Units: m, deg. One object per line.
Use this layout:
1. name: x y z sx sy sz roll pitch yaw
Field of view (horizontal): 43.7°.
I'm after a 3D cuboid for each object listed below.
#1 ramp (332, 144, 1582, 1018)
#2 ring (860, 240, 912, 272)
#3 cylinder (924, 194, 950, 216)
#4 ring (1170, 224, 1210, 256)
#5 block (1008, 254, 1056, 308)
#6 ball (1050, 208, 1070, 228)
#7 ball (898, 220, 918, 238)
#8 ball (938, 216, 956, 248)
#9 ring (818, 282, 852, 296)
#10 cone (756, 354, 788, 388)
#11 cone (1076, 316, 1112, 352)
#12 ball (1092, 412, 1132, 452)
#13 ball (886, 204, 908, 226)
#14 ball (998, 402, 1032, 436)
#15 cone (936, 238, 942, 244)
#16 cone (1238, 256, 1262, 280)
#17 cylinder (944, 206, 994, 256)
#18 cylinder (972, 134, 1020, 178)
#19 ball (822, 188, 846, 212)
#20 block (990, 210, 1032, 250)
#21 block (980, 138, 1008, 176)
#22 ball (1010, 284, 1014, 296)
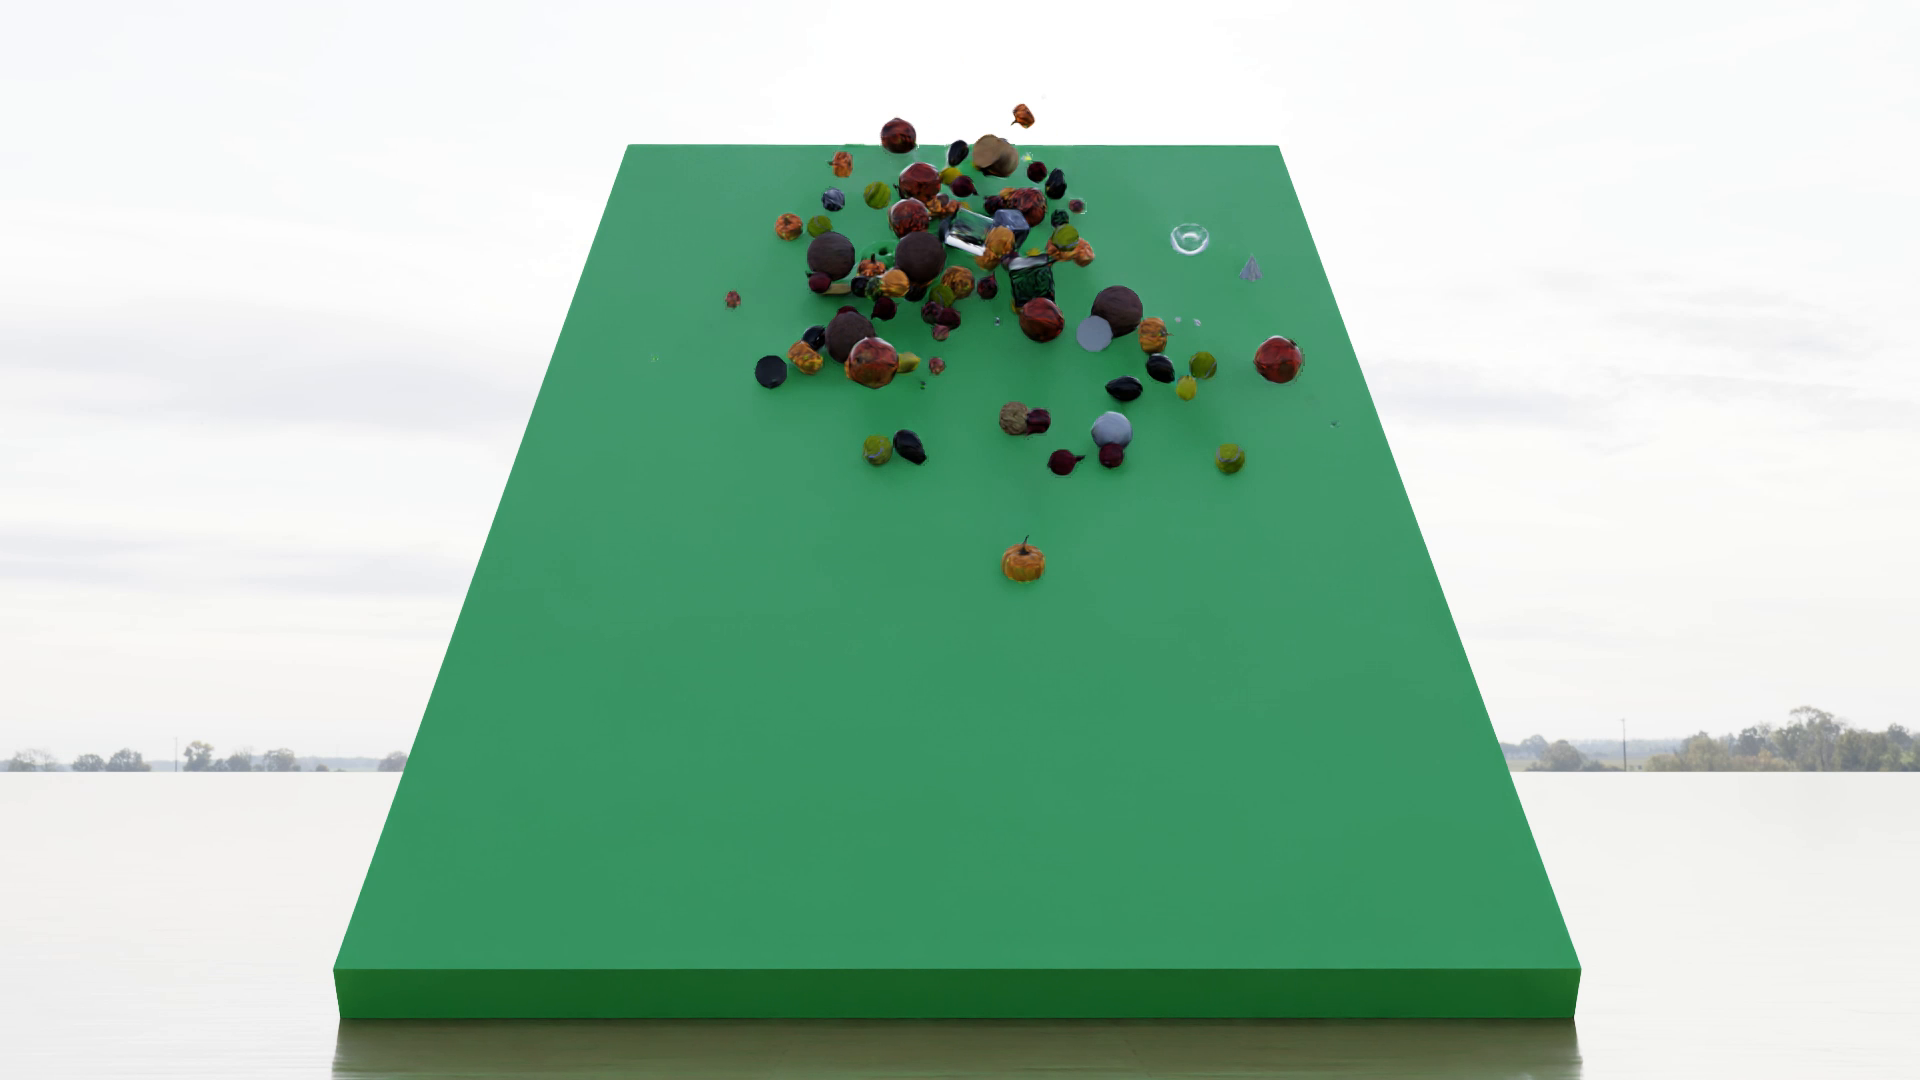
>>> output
1. ramp: -0.012 -0.221 5.611 2.000 0.100 4.000 0 28 0
2. ring: -0.201 -0.766 6.457 0.140 0.047 0.140 -3 32 2
3. cylinder: -0.066 -0.949 6.775 0.060 0.060 0.060 -10 -2 -18
4. ring: 0.630 -0.825 6.558 0.109 0.109 0.036 0 -40 3
5. block: 0.183 -0.658 6.061 0.099 0.099 0.099 -10 22 8
6. ball: 0.280 -0.902 6.710 0.055 0.055 0.055 0 -5 0
7. ball: -0.141 -0.846 6.507 0.052 0.052 0.052 0 -5 0
8. ball: -0.018 -0.845 6.555 0.087 0.087 0.087 0 -5 0
9. ring: -0.327 -0.656 6.262 0.089 0.030 0.089 -1 10 0
10. cone: -0.444 -0.407 5.809 0.082 0.082 0.082 -1 0 15
11. cone: 0.334 -0.516 6.012 0.089 0.089 0.089 0 2 -1
12. ball: 0.347 -0.246 5.457 0.093 0.093 0.093 0 -5 0
13. ball: -0.175 -0.912 6.714 0.063 0.063 0.063 0 -5 0
14. ball: 0.127 -0.281 5.536 0.079 0.079 0.079 0 -5 0
15. cone: -0.035 -0.857 6.622 0.059 0.059 0.059 0 28 0
16. cone: 0.779 -0.735 6.397 0.063 0.063 0.063 0 28 0
17. cylinder: 0.024 -0.791 6.132 0.100 0.100 0.100 20 -9 -9
18. cylinder: 0.101 -1.087 6.769 0.098 0.098 0.098 -4 -9 34
19. ball: -0.360 -0.969 6.817 0.068 0.068 0.068 0 -5 0
20. block: 0.130 -0.829 6.384 0.074 0.074 0.074 -4 -39 -34
21. block: 0.104 -1.117 6.977 0.080 0.080 0.080 -32 -9 35
22. ball: 0.171 -0.659 6.231 0.082 0.082 0.082 0 -5 0
